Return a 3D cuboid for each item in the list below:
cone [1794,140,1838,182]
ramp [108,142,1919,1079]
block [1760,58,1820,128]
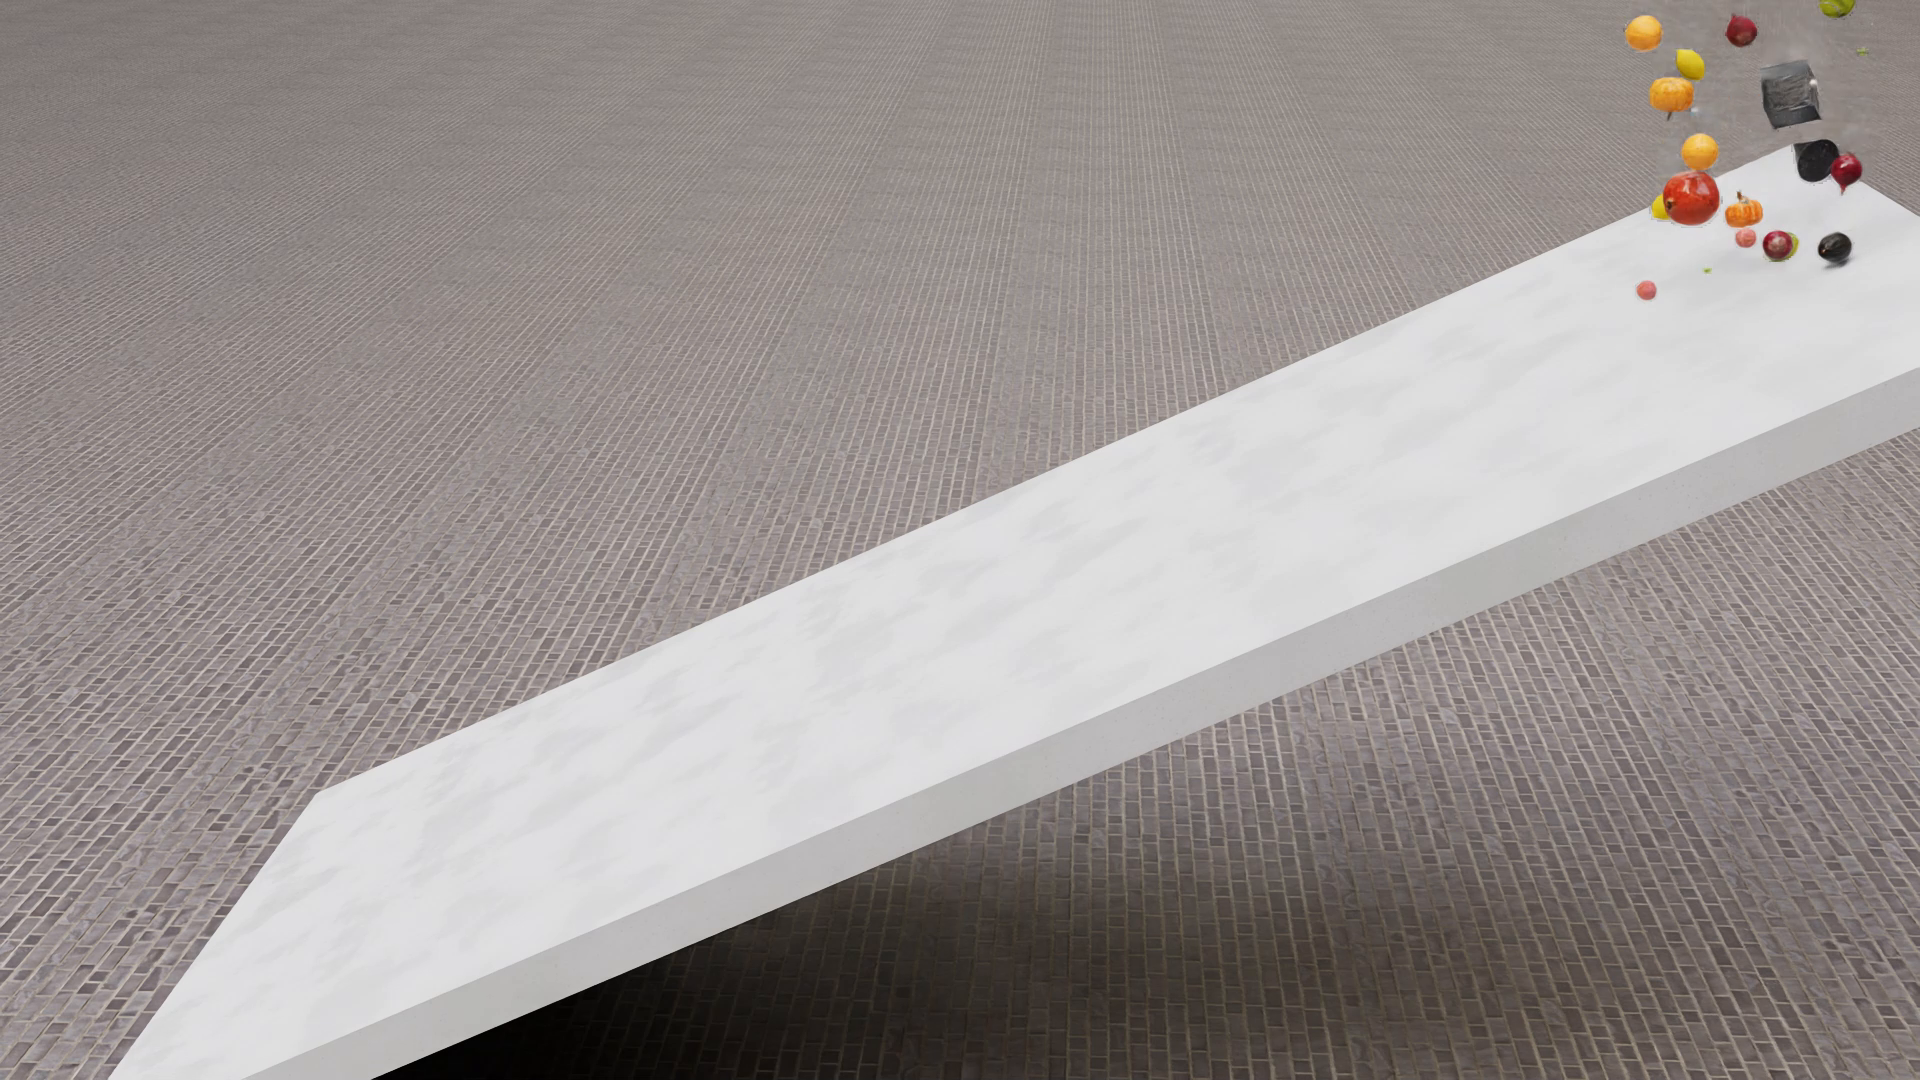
[{"bbox_3d":[1.696,-0.778,5.901,0.092,0.092,0.092,-5,31,-18],"label":"cone"},{"bbox_3d":[0.135,0.169,6.283,4.000,0.100,2.000,-24,13,9],"label":"ramp"},{"bbox_3d":[1.707,-0.917,6.048,0.094,0.094,0.094,-10,-21,25],"label":"block"}]
